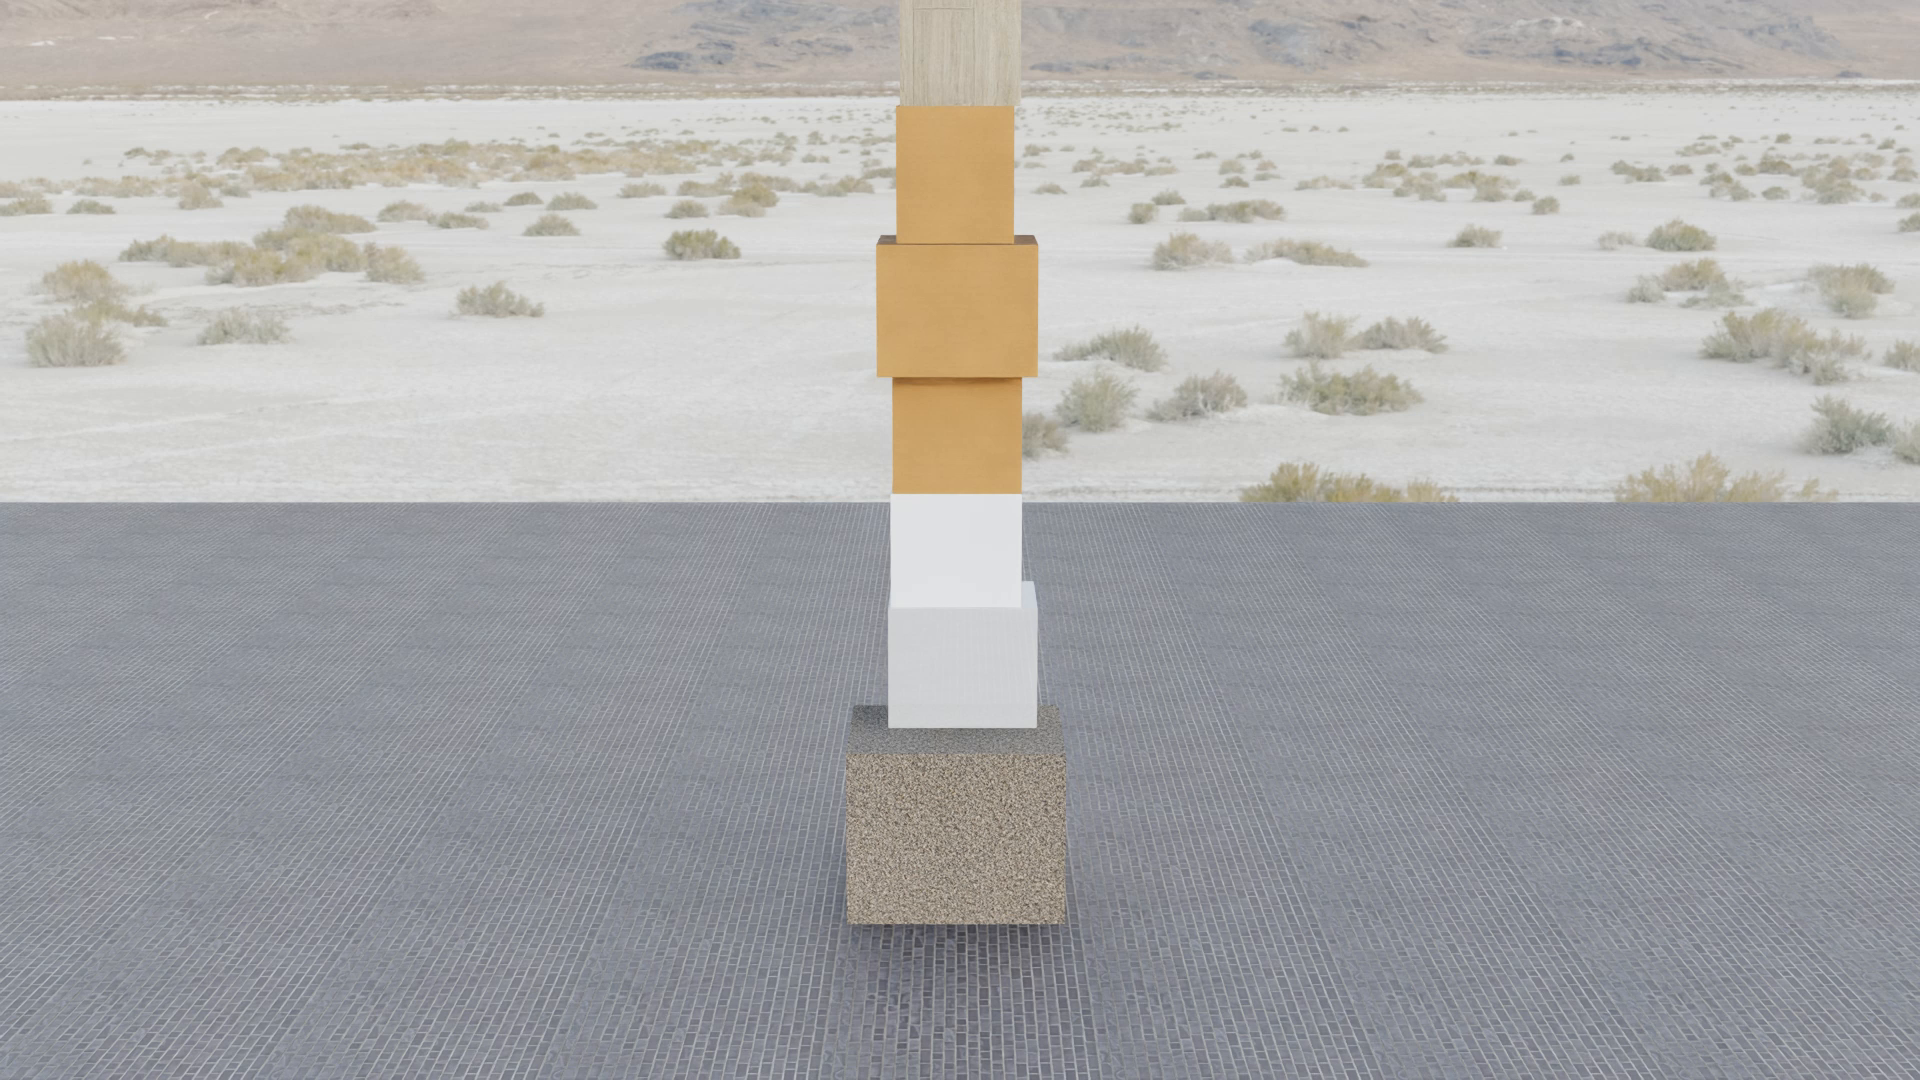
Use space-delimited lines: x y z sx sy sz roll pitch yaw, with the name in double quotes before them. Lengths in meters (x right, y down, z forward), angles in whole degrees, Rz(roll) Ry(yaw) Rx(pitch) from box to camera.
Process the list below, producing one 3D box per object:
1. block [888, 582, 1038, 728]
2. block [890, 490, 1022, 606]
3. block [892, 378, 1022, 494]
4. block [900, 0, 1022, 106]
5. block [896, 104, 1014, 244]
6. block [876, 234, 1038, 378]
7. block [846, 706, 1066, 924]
"block" 0.012 0.497 11.271 0.638 0.524 0.602 0 10 0
"block" -0.017 -0.001 11.180 0.557 0.487 0.522 0 10 0
"block" -0.012 -0.491 11.091 0.548 0.509 0.487 0 10 0
"block" 0.001 -2.067 10.805 0.501 0.468 0.428 0 10 0
"block" -0.020 -1.560 10.897 0.490 0.564 0.513 0 10 0
"block" -0.011 -1.012 10.996 0.672 0.550 0.695 0 10 0
"block" -0.017 1.171 11.072 0.911 0.734 0.834 0 10 0
